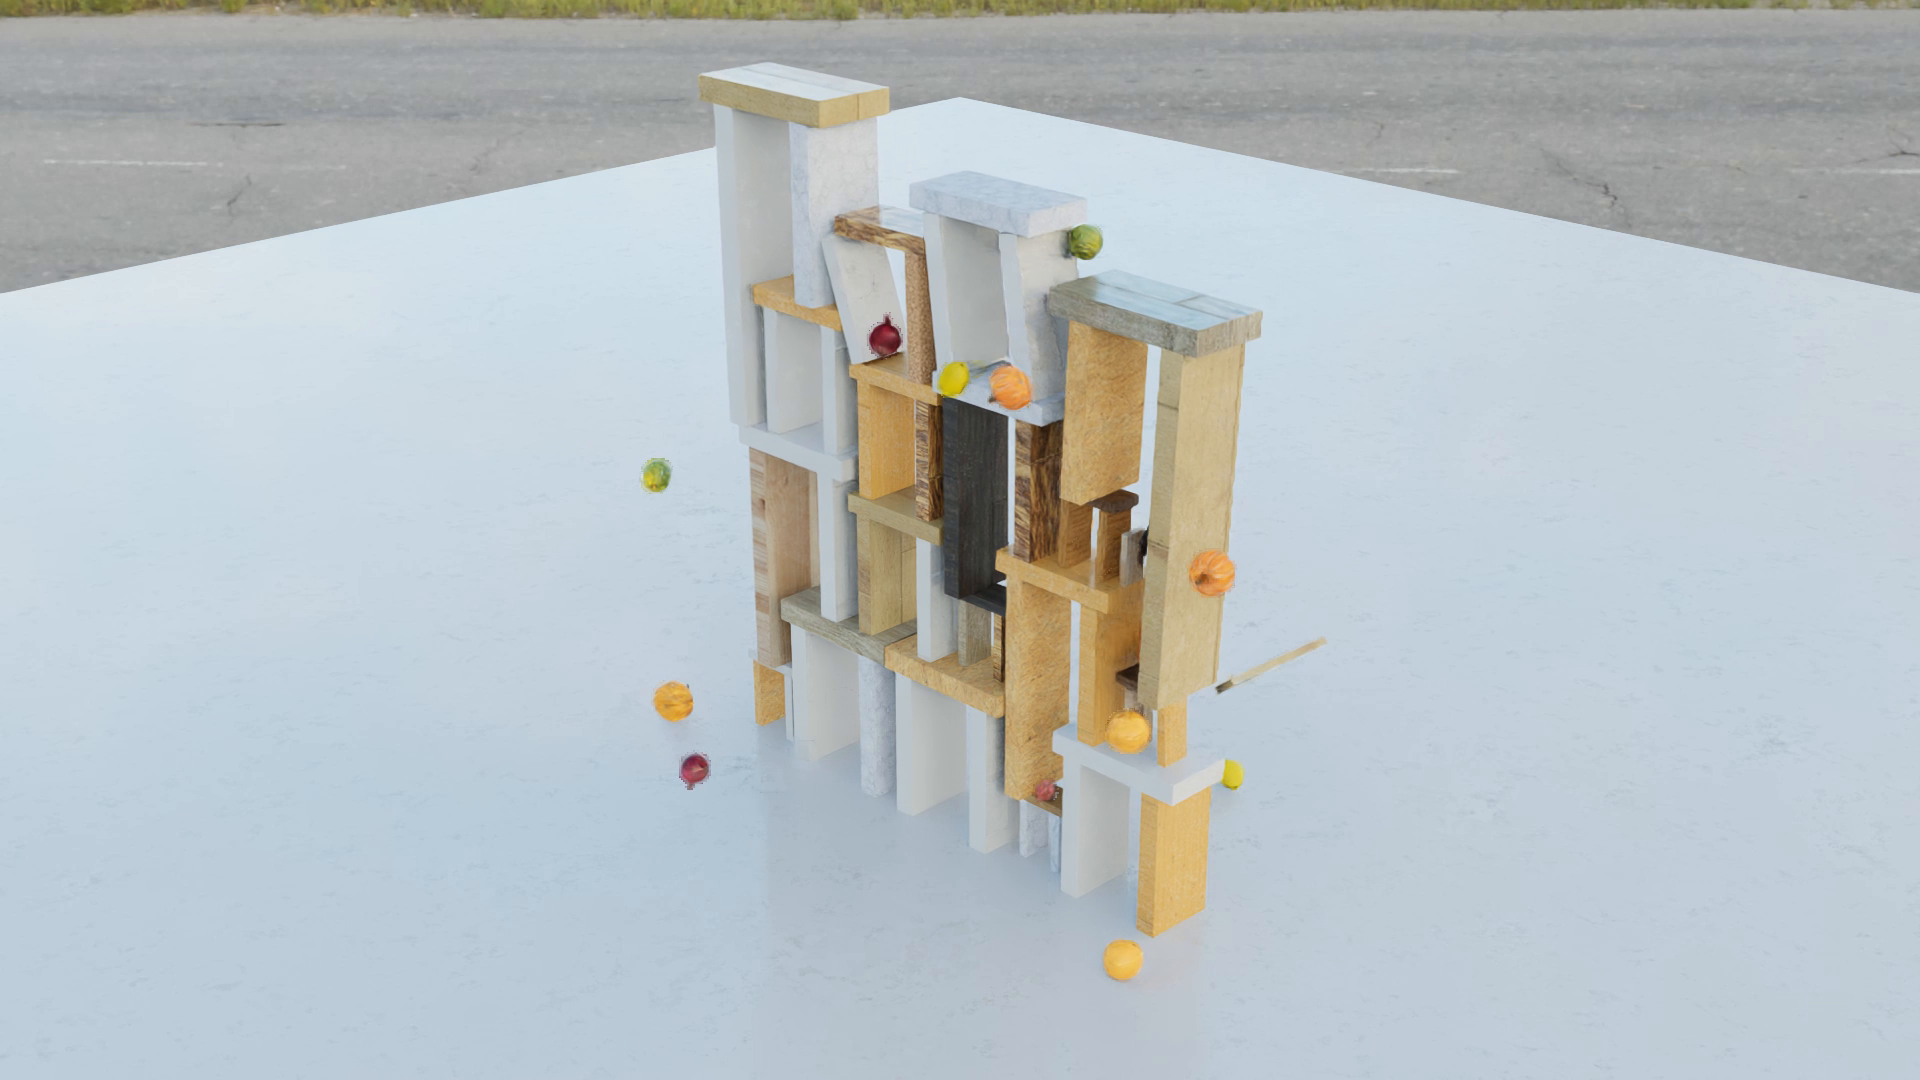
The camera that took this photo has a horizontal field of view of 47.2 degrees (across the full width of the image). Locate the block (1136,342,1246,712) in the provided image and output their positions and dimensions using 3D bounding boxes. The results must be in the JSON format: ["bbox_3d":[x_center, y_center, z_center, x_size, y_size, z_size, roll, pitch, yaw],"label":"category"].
[{"bbox_3d":[0.396,-0.030,3.780,0.166,0.658,0.047,-21,33,-41],"label":"block"}]

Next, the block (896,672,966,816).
[{"bbox_3d":[-0.057,0.389,4.448,0.044,0.310,0.155,21,31,41],"label":"block"}]

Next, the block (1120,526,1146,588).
[{"bbox_3d":[0.306,0.030,3.909,0.014,0.098,0.049,22,31,40],"label":"block"}]

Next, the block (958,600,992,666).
[{"bbox_3d":[0.029,0.169,4.272,0.020,0.142,0.071,21,31,41],"label":"block"}]

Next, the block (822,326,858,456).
[{"bbox_3d":[-0.209,-0.308,4.323,0.131,0.262,0.037,-21,31,-41],"label":"block"}]

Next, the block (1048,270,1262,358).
[{"bbox_3d":[0.327,-0.385,3.711,0.166,0.047,0.331,-20,31,-40],"label":"block"}]

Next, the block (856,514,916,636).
[{"bbox_3d":[-0.145,0.053,4.402,0.036,0.254,0.127,21,31,41],"label":"block"}]

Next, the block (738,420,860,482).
[{"bbox_3d":[-0.287,-0.199,4.458,0.157,0.044,0.314,-21,31,-41],"label":"block"}]

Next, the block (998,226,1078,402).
[{"bbox_3d":[0.150,-0.409,3.891,0.042,0.297,0.148,9,23,44],"label":"block"}]

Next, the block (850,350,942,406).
[{"bbox_3d":[-0.086,-0.314,4.192,0.239,0.034,0.120,21,31,40],"label":"block"}]

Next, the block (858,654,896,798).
[{"bbox_3d":[-0.133,0.358,4.519,0.044,0.311,0.156,21,31,41],"label":"block"}]

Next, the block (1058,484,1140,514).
[{"bbox_3d":[0.247,-0.081,3.929,0.133,0.019,0.067,20,29,40],"label":"block"}]

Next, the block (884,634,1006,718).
[{"bbox_3d":[0.016,0.254,4.311,0.310,0.044,0.155,21,31,41],"label":"block"}]

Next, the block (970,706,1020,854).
[{"bbox_3d":[0.089,0.446,4.313,0.044,0.310,0.155,21,31,41],"label":"block"}]

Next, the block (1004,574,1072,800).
[{"bbox_3d":[0.148,0.262,4.181,0.039,0.463,0.138,21,31,40],"label":"block"}]

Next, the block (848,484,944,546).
[{"bbox_3d":[-0.085,-0.058,4.290,0.254,0.036,0.127,21,31,40],"label":"block"}]

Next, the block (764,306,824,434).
[{"bbox_3d":[-0.330,-0.356,4.437,0.131,0.262,0.037,-21,31,-40],"label":"block"}]

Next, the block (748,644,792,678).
[{"bbox_3d":[-0.376,0.254,4.737,0.077,0.022,0.155,-21,31,-40],"label":"block"}]

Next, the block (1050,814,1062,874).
[{"bbox_3d":[0.205,0.575,4.245,0.063,0.126,0.018,-21,31,-41],"label":"block"}]

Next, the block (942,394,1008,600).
[{"bbox_3d":[0.031,-0.096,4.150,0.039,0.401,0.136,21,31,41],"label":"block"}]

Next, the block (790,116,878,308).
[{"bbox_3d":[-0.238,-0.636,4.213,0.177,0.354,0.050,-21,31,-40],"label":"block"}]

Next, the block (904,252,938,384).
[{"bbox_3d":[-0.043,-0.424,4.091,0.035,0.247,0.123,19,30,41],"label":"block"}]

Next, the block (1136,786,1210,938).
[{"bbox_3d":[0.393,0.572,4.041,0.145,0.290,0.041,-20,30,-39],"label":"block"}]

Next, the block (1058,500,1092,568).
[{"bbox_3d":[0.210,-0.021,3.984,0.019,0.133,0.067,23,31,40],"label":"block"}]

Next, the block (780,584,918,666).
[{"bbox_3d":[-0.207,0.165,4.517,0.311,0.044,0.156,21,31,41],"label":"block"}]

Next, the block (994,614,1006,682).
[{"bbox_3d":[0.096,0.195,4.210,0.020,0.142,0.071,21,31,41],"label":"block"}]

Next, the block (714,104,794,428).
[{"bbox_3d":[-0.396,-0.562,4.420,0.050,0.653,0.177,19,29,38],"label":"block"}]

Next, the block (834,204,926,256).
[{"bbox_3d":[-0.106,-0.578,4.097,0.123,0.035,0.247,-21,30,-40],"label":"block"}]

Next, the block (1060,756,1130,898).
[{"bbox_3d":[0.258,0.520,4.164,0.145,0.290,0.041,-21,31,-40],"label":"block"}]

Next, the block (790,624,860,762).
[{"bbox_3d":[-0.280,0.300,4.654,0.044,0.311,0.156,21,31,41],"label":"block"}]

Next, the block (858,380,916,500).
[{"bbox_3d":[-0.143,-0.210,4.296,0.034,0.239,0.120,21,31,40],"label":"block"}]

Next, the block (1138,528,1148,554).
[{"bbox_3d":[0.352,0.021,3.907,0.014,0.098,0.049,5,52,40],"label":"block"}]

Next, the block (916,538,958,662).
[{"bbox_3d":[-0.025,0.100,4.292,0.036,0.255,0.127,21,31,41],"label":"block"}]

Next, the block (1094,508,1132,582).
[{"bbox_3d":[0.274,0.003,3.926,0.067,0.133,0.019,-20,32,-41],"label":"block"}]

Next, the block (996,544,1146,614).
[{"bbox_3d":[0.213,0.056,4.023,0.138,0.039,0.276,-21,31,-41],"label":"block"}]

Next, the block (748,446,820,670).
[{"bbox_3d":[-0.360,0.020,4.631,0.157,0.493,0.044,-21,31,-40],"label":"block"}]

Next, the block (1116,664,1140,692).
[{"bbox_3d":[0.345,0.260,3.959,0.062,0.017,0.123,-18,30,-37],"label":"block"}]

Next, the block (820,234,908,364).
[{"bbox_3d":[-0.180,-0.471,4.207,0.123,0.247,0.035,-21,10,-40],"label":"block"}]

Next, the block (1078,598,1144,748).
[{"bbox_3d":[0.279,0.228,4.024,0.138,0.276,0.039,-21,31,-40],"label":"block"}]

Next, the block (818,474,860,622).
[{"bbox_3d":[-0.212,-0.005,4.459,0.044,0.314,0.157,21,31,40],"label":"block"}]

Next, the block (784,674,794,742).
[{"bbox_3d":[-0.340,0.350,4.738,0.077,0.155,0.022,-21,31,-41],"label":"block"}]

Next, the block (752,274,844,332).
[{"bbox_3d":[-0.272,-0.470,4.321,0.131,0.037,0.262,-21,31,-40],"label":"block"}]

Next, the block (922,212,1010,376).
[{"bbox_3d":[0.013,-0.462,4.017,0.042,0.297,0.148,12,25,44],"label":"block"}]

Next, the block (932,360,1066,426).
[{"bbox_3d":[0.094,-0.274,4.006,0.272,0.039,0.136,21,31,40],"label":"block"}]

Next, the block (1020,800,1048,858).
[{"bbox_3d":[0.145,0.552,4.299,0.018,0.126,0.063,21,31,41],"label":"block"}]

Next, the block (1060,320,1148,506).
[{"bbox_3d":[0.255,-0.242,3.859,0.047,0.331,0.166,22,30,38],"label":"block"}]

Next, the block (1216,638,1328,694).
[{"bbox_3d":[0.593,0.238,4.180,0.273,0.014,0.049,-19,-12,-38],"label":"block"}]

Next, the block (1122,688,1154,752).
[{"bbox_3d":[0.325,0.319,4.004,0.017,0.123,0.062,22,31,40],"label":"block"}]

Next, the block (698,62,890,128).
[{"bbox_3d":[-0.320,-0.854,4.209,0.177,0.050,0.354,-21,31,-40],"label":"block"}]

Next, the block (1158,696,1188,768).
[{"bbox_3d":[0.381,0.340,3.953,0.062,0.123,0.017,-21,28,-41],"label":"block"}]

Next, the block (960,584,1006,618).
[{"bbox_3d":[0.060,0.108,4.208,0.142,0.020,0.071,21,31,41],"label":"block"}]

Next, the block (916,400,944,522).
[{"bbox_3d":[-0.029,-0.166,4.193,0.034,0.239,0.120,21,31,41],"label":"block"}]

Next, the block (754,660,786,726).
[{"bbox_3d":[-0.413,0.322,4.805,0.077,0.155,0.022,-21,31,-41],"label":"block"}]

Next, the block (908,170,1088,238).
[{"bbox_3d":[0.066,-0.598,3.900,0.297,0.042,0.149,21,31,41],"label":"block"}]

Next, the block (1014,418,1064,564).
[{"bbox_3d":[0.160,-0.106,4.008,0.136,0.272,0.039,-21,31,-41],"label":"block"}]

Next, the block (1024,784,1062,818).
[{"bbox_3d":[0.175,0.497,4.244,0.126,0.018,0.063,21,31,40],"label":"block"}]

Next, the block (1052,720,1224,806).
[{"bbox_3d":[0.326,0.394,4.037,0.290,0.041,0.145,21,31,41],"label":"block"}]
